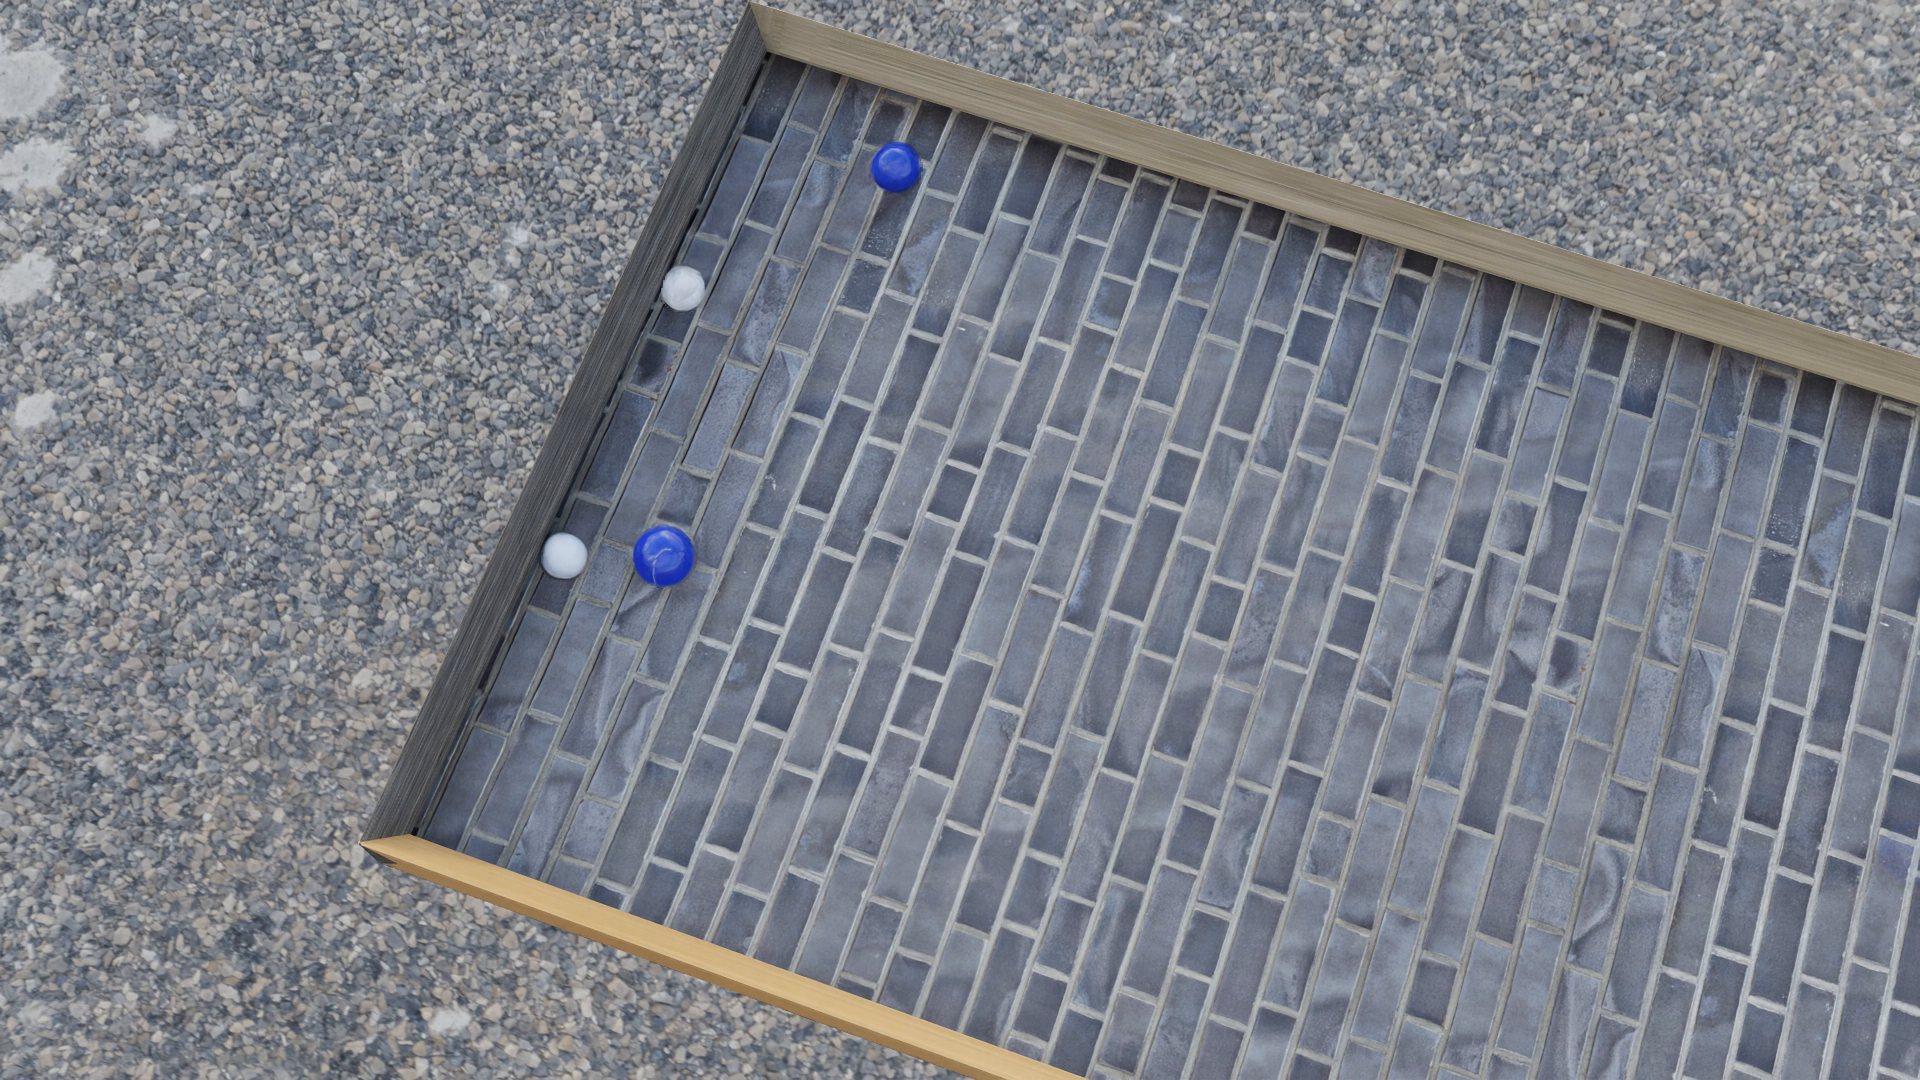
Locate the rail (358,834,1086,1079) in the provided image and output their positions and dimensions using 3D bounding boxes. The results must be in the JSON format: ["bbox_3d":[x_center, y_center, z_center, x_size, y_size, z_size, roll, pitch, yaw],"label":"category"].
[{"bbox_3d":[0.366,0.853,3.107,2.621,0.125,0.045,18,70,7],"label":"rail"}]

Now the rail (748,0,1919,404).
[{"bbox_3d":[0.868,-0.461,3.613,2.621,0.125,0.045,18,70,7],"label":"rail"}]

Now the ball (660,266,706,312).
[{"bbox_3d":[-0.457,-0.415,3.623,0.075,0.075,0.075,0,69,0],"label":"ball"}]

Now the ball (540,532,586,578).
[{"bbox_3d":[-0.623,0.025,3.455,0.072,0.072,0.072,0,69,0],"label":"ball"}]

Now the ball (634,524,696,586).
[{"bbox_3d":[-0.463,0.024,3.443,0.096,0.096,0.096,0,69,0],"label":"ball"}]

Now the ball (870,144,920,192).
[{"bbox_3d":[-0.109,-0.626,3.700,0.083,0.083,0.083,0,69,0],"label":"ball"}]

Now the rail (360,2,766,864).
[{"bbox_3d":[-0.595,-0.207,3.515,0.045,0.125,1.543,18,70,7],"label":"rail"}]
